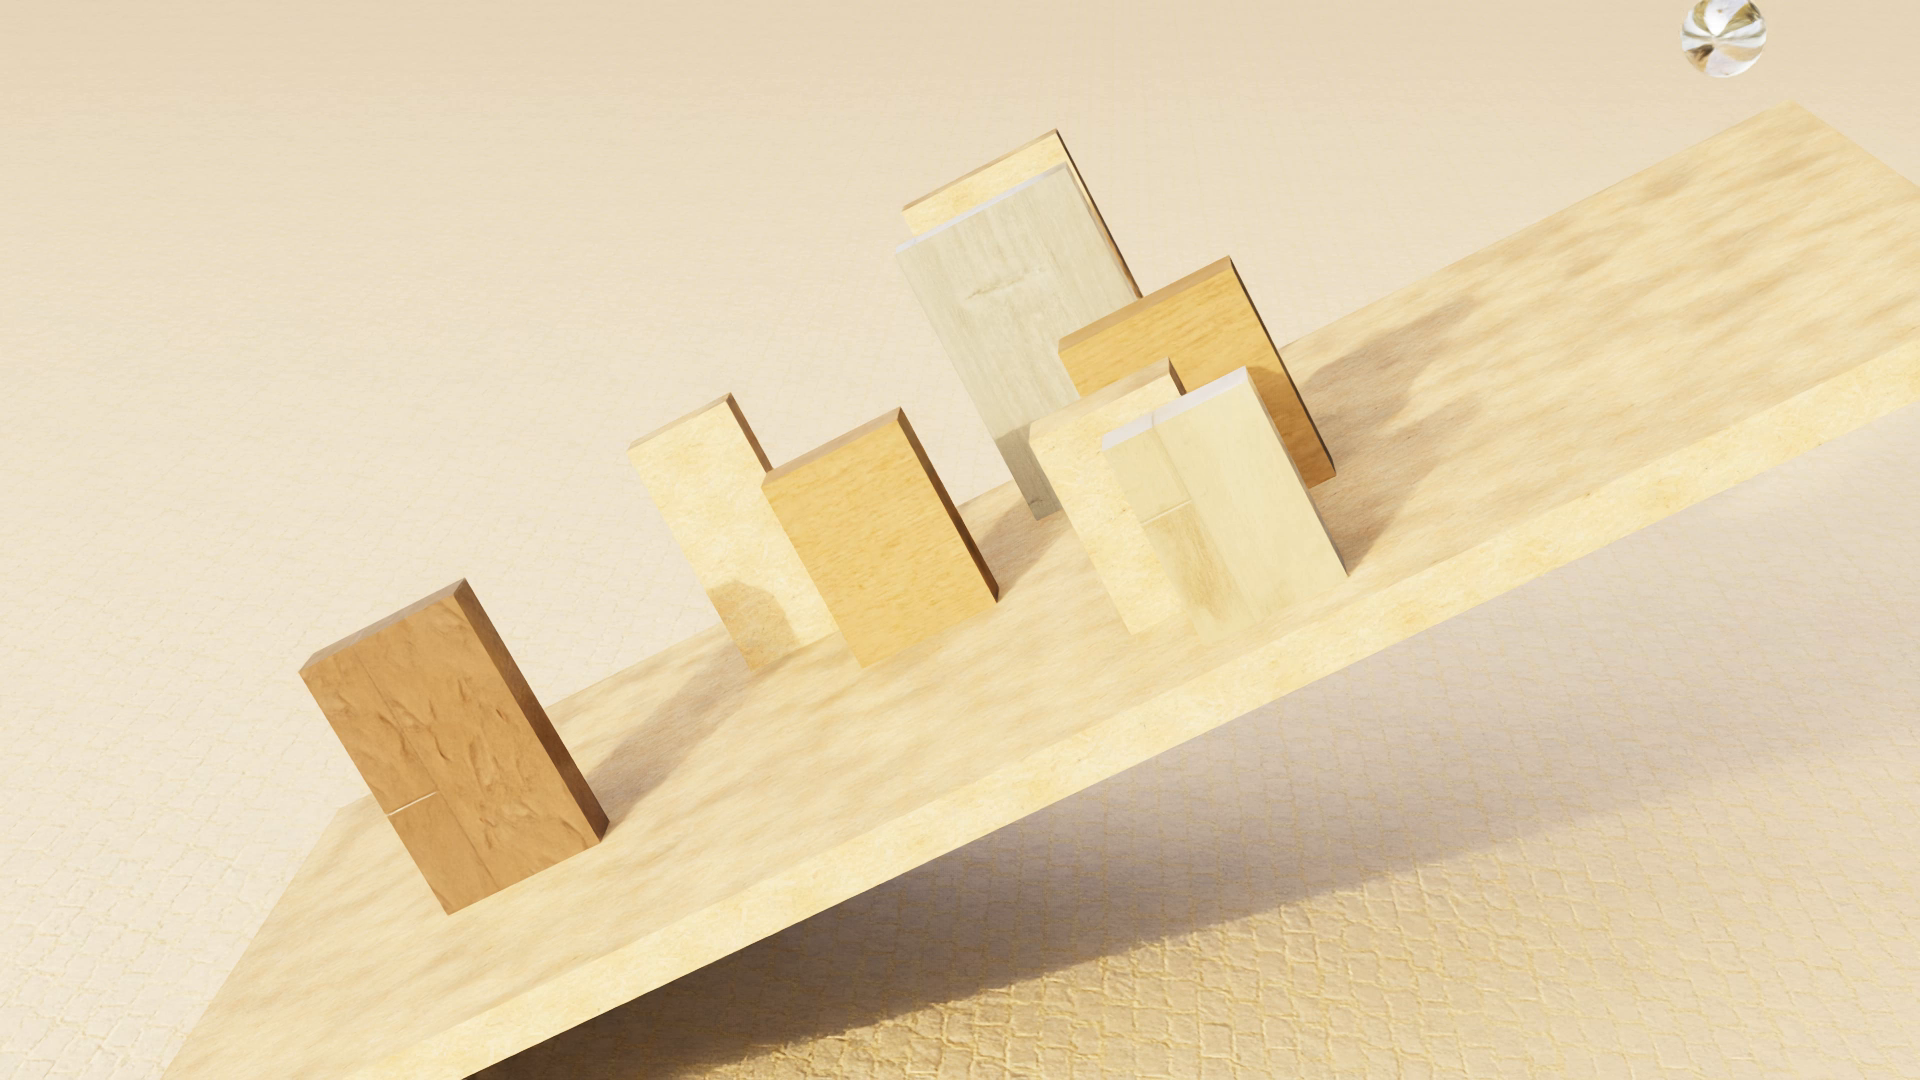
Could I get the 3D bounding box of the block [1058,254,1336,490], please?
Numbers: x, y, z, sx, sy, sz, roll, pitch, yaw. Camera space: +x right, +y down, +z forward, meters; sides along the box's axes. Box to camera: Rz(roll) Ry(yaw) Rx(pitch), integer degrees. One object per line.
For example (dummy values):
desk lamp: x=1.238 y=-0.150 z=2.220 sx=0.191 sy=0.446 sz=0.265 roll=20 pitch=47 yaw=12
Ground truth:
block: x=0.481 y=-0.270 z=5.965 sx=0.386 sy=0.480 sz=0.126 roll=-26 pitch=14 yaw=10

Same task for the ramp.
ramp: x=0.140 y=0.167 z=6.281 sx=4.000 sy=0.100 sz=2.000 roll=-26 pitch=14 yaw=10

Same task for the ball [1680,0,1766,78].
ball: x=1.589 y=-1.050 z=6.121 sx=0.173 sy=0.173 sz=0.173 roll=0 pitch=17 yaw=0

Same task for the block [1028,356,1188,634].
block: x=0.364 y=-0.085 z=5.637 sx=0.295 sy=0.429 sz=0.145 roll=-26 pitch=14 yaw=10

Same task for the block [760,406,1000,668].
block: x=-0.169 y=-0.004 z=6.328 sx=0.329 sy=0.458 sz=0.118 roll=-26 pitch=14 yaw=10

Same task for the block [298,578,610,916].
block: x=-1.054 y=0.435 z=6.157 sx=0.374 sy=0.611 sz=0.117 roll=-26 pitch=14 yaw=10

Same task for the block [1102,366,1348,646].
block: x=0.482 y=-0.061 z=5.356 sx=0.290 sy=0.413 sz=0.113 roll=-26 pitch=14 yaw=10

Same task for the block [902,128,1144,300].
block: x=0.214 y=-0.555 z=6.981 sx=0.407 sy=0.731 sz=0.083 roll=-26 pitch=14 yaw=10

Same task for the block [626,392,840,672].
block: x=-0.501 y=-0.016 z=6.741 sx=0.260 sy=0.590 sz=0.089 roll=-26 pitch=14 yaw=10

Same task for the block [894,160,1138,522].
block: x=0.207 y=-0.448 z=6.680 sx=0.431 sy=0.698 sz=0.098 roll=-26 pitch=14 yaw=10
